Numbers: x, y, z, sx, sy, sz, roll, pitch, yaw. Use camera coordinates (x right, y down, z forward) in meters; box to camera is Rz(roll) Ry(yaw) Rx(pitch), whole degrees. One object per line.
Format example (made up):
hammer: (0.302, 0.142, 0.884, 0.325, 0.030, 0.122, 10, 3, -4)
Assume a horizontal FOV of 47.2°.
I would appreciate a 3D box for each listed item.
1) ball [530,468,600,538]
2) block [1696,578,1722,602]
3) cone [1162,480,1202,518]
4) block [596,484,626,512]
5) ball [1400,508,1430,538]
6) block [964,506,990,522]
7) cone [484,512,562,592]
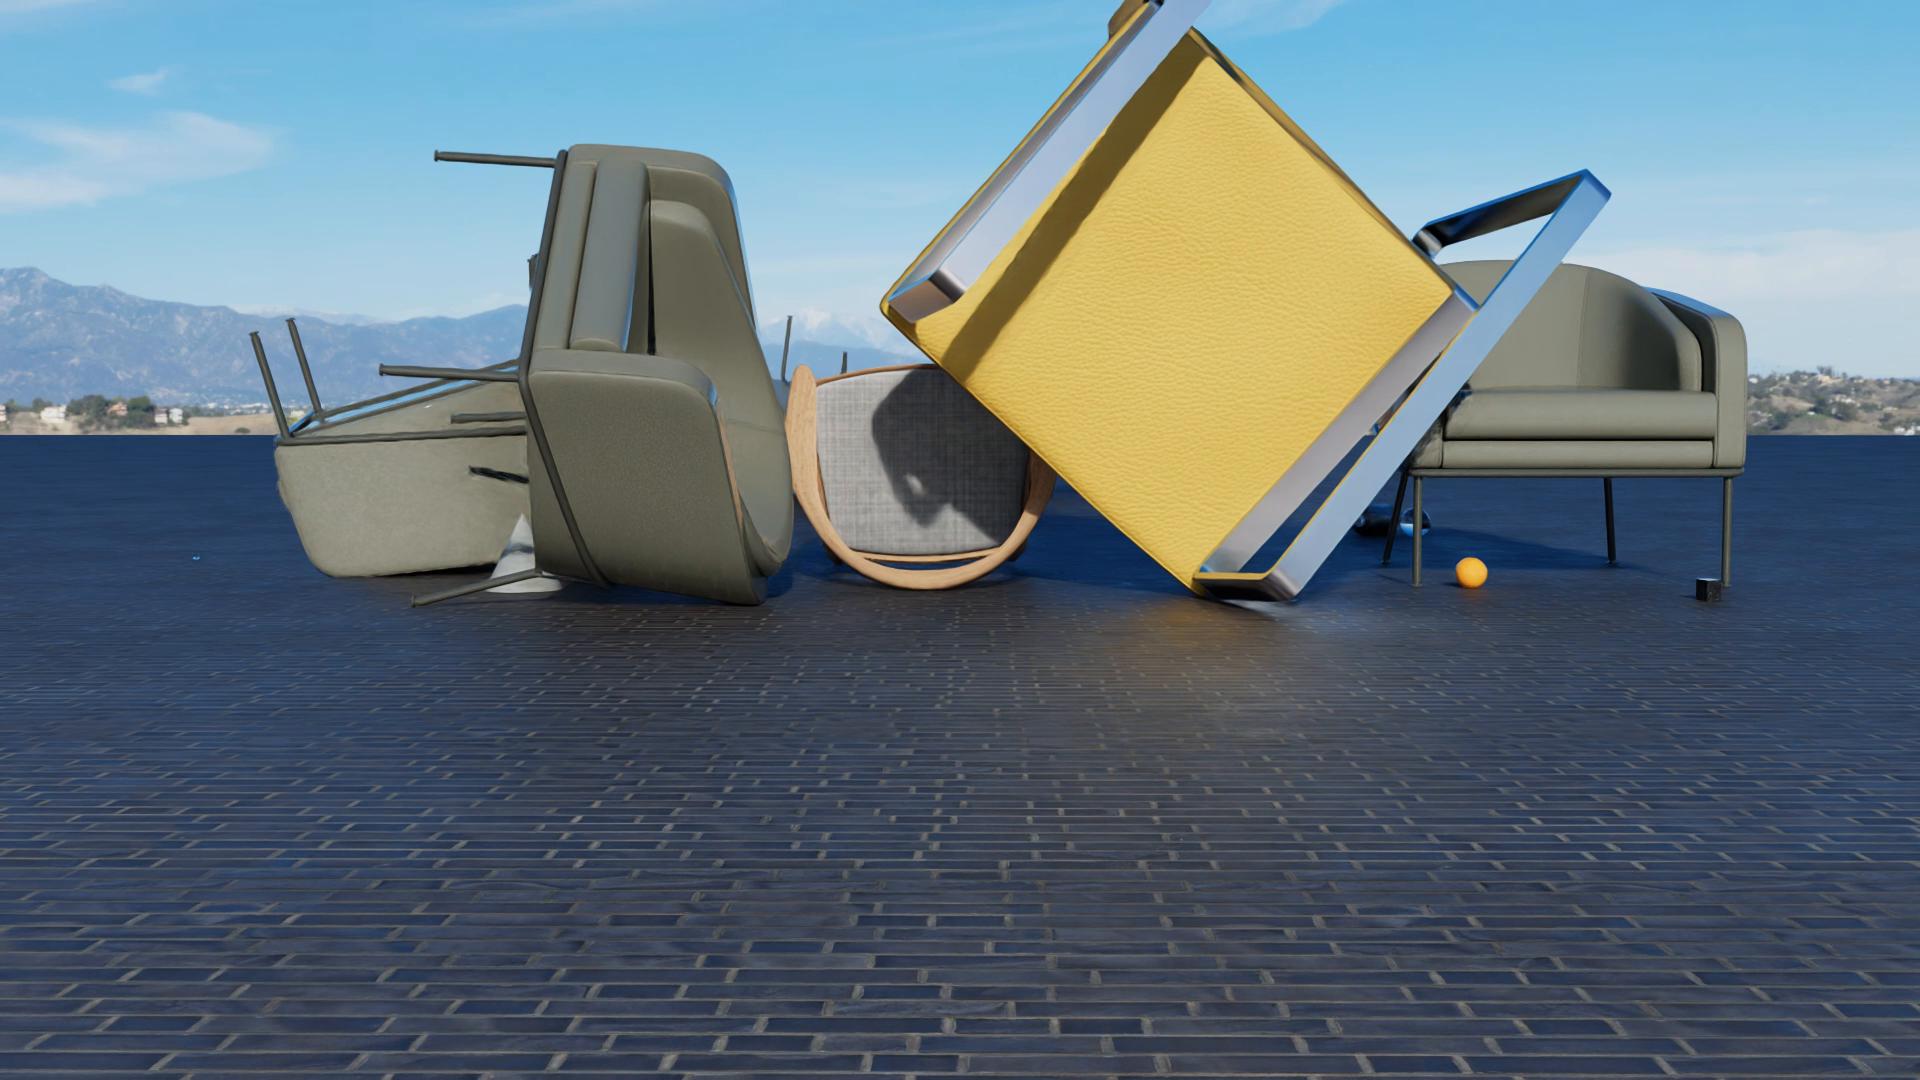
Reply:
ball: (-1.198, -0.115, 6.672, 0.211, 0.211, 0.211, 0, 4, 0)
block: (1.592, 0.106, 4.678, 0.035, 0.044, 0.037, -1, 4, -17)
cone: (0.746, -0.114, 7.712, 0.159, 0.147, 0.151, -35, -4, -35)
block: (-1.297, -0.157, 8.123, 0.089, 0.097, 0.114, -3, 5, -35)
ball: (1.371, -0.051, 6.625, 0.092, 0.092, 0.092, 0, 4, 0)
block: (0.056, -0.086, 7.417, 0.084, 0.053, 0.059, 0, 4, 4)
cone: (-0.980, 0.023, 4.934, 0.180, 0.174, 0.162, -4, 5, -43)
